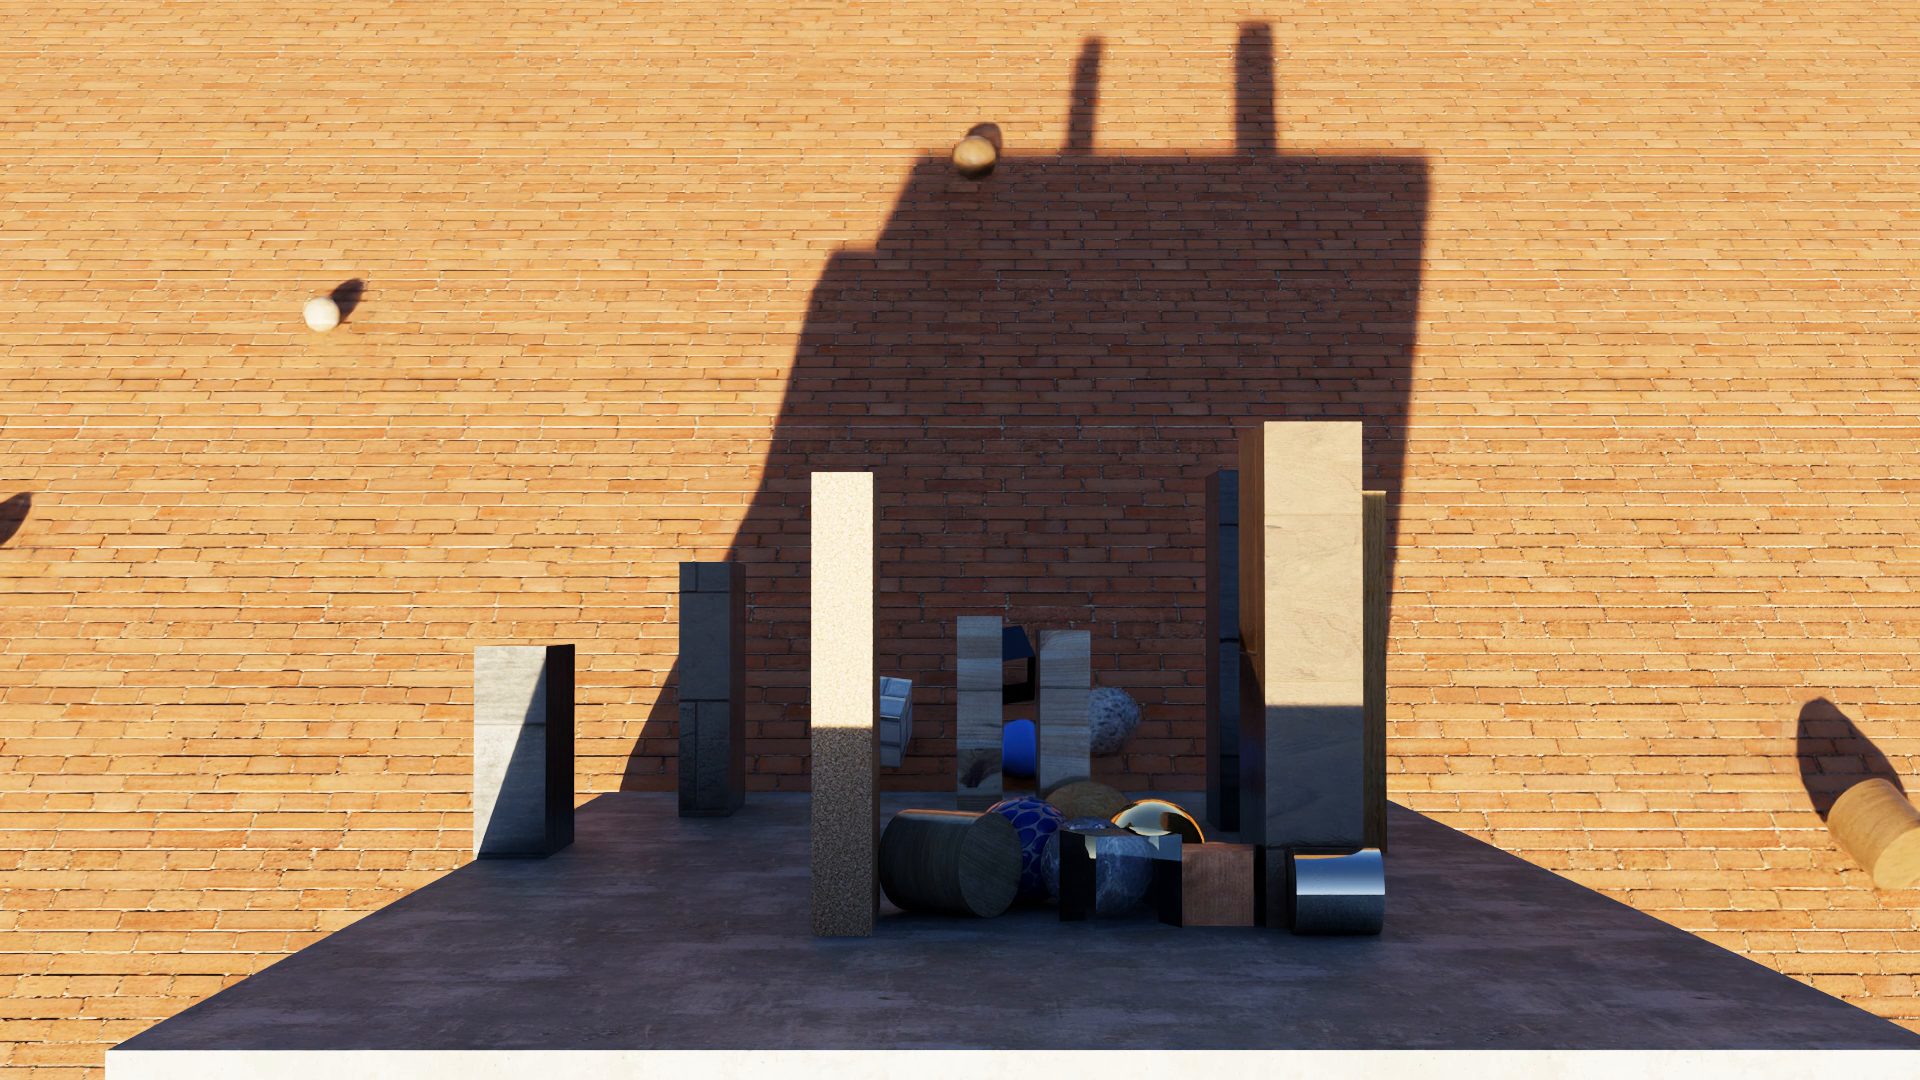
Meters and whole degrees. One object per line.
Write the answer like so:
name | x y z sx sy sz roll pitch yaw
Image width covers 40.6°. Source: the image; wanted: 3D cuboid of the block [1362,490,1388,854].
block | 0.789 0.264 5.291 0.092 0.710 0.408 0 -2 0

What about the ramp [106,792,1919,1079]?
ramp | 0.076 0.656 4.804 2.000 0.100 4.000 0 -2 0

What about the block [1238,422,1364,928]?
block | 0.531 0.206 4.073 0.146 0.759 0.364 0 -2 0

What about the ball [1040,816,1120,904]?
ball | 0.203 0.510 4.069 0.154 0.154 0.154 0 34 0

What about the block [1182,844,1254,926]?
block | 0.392 0.527 3.971 0.113 0.113 0.113 0 -2 7

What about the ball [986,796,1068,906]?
ball | 0.102 0.502 4.197 0.175 0.175 0.175 0 34 0

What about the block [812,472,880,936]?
block | -0.173 0.245 3.992 0.089 0.678 0.385 0 -2 0

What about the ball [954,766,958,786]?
ball | 0.043 0.628 6.892 0.116 0.116 0.116 0 34 0

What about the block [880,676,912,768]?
block | -0.230 0.490 7.044 0.172 0.172 0.172 6 35 9

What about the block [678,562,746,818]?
block | -0.589 0.349 6.193 0.117 0.588 0.443 0 -2 0

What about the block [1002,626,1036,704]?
block | 0.118 0.353 7.264 0.151 0.151 0.151 -8 35 -12

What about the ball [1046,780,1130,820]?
ball | 0.213 0.497 4.341 0.189 0.189 0.189 0 34 0

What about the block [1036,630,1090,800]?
block | 0.180 0.379 4.571 0.086 0.441 0.264 0 -2 0

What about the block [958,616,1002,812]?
block | 0.037 0.381 5.092 0.085 0.464 0.403 0 -2 0

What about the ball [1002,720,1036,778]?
ball | 0.166 0.560 6.958 0.155 0.155 0.155 0 34 0

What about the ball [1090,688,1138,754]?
ball | 0.394 0.490 7.037 0.180 0.180 0.180 0 34 0

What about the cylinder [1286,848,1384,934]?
cylinder | 0.551 0.516 3.819 0.127 0.127 0.127 0 34 0

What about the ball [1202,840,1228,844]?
ball | 0.401 0.530 4.084 0.113 0.113 0.113 0 34 0

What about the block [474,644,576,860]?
block | -0.861 0.412 5.152 0.137 0.407 0.375 0 -2 0

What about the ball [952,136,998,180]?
ball | 0.057 -1.457 9.904 0.169 0.169 0.169 0 34 0

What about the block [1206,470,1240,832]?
block | 0.617 0.242 5.739 0.118 0.778 0.312 0 -2 0

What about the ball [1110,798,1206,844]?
ball | 0.311 0.503 4.190 0.173 0.173 0.173 0 34 0

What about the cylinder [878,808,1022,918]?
cylinder | -0.015 0.505 4.075 0.162 0.162 0.162 -1 27 39

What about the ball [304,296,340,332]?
ball | -2.199 -0.779 8.949 0.123 0.123 0.123 0 34 0

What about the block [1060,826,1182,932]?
block | 0.242 0.512 3.927 0.140 0.140 0.140 1 -2 -20

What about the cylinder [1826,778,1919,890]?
cylinder | 2.361 0.752 6.632 0.203 0.203 0.203 -11 36 -15
